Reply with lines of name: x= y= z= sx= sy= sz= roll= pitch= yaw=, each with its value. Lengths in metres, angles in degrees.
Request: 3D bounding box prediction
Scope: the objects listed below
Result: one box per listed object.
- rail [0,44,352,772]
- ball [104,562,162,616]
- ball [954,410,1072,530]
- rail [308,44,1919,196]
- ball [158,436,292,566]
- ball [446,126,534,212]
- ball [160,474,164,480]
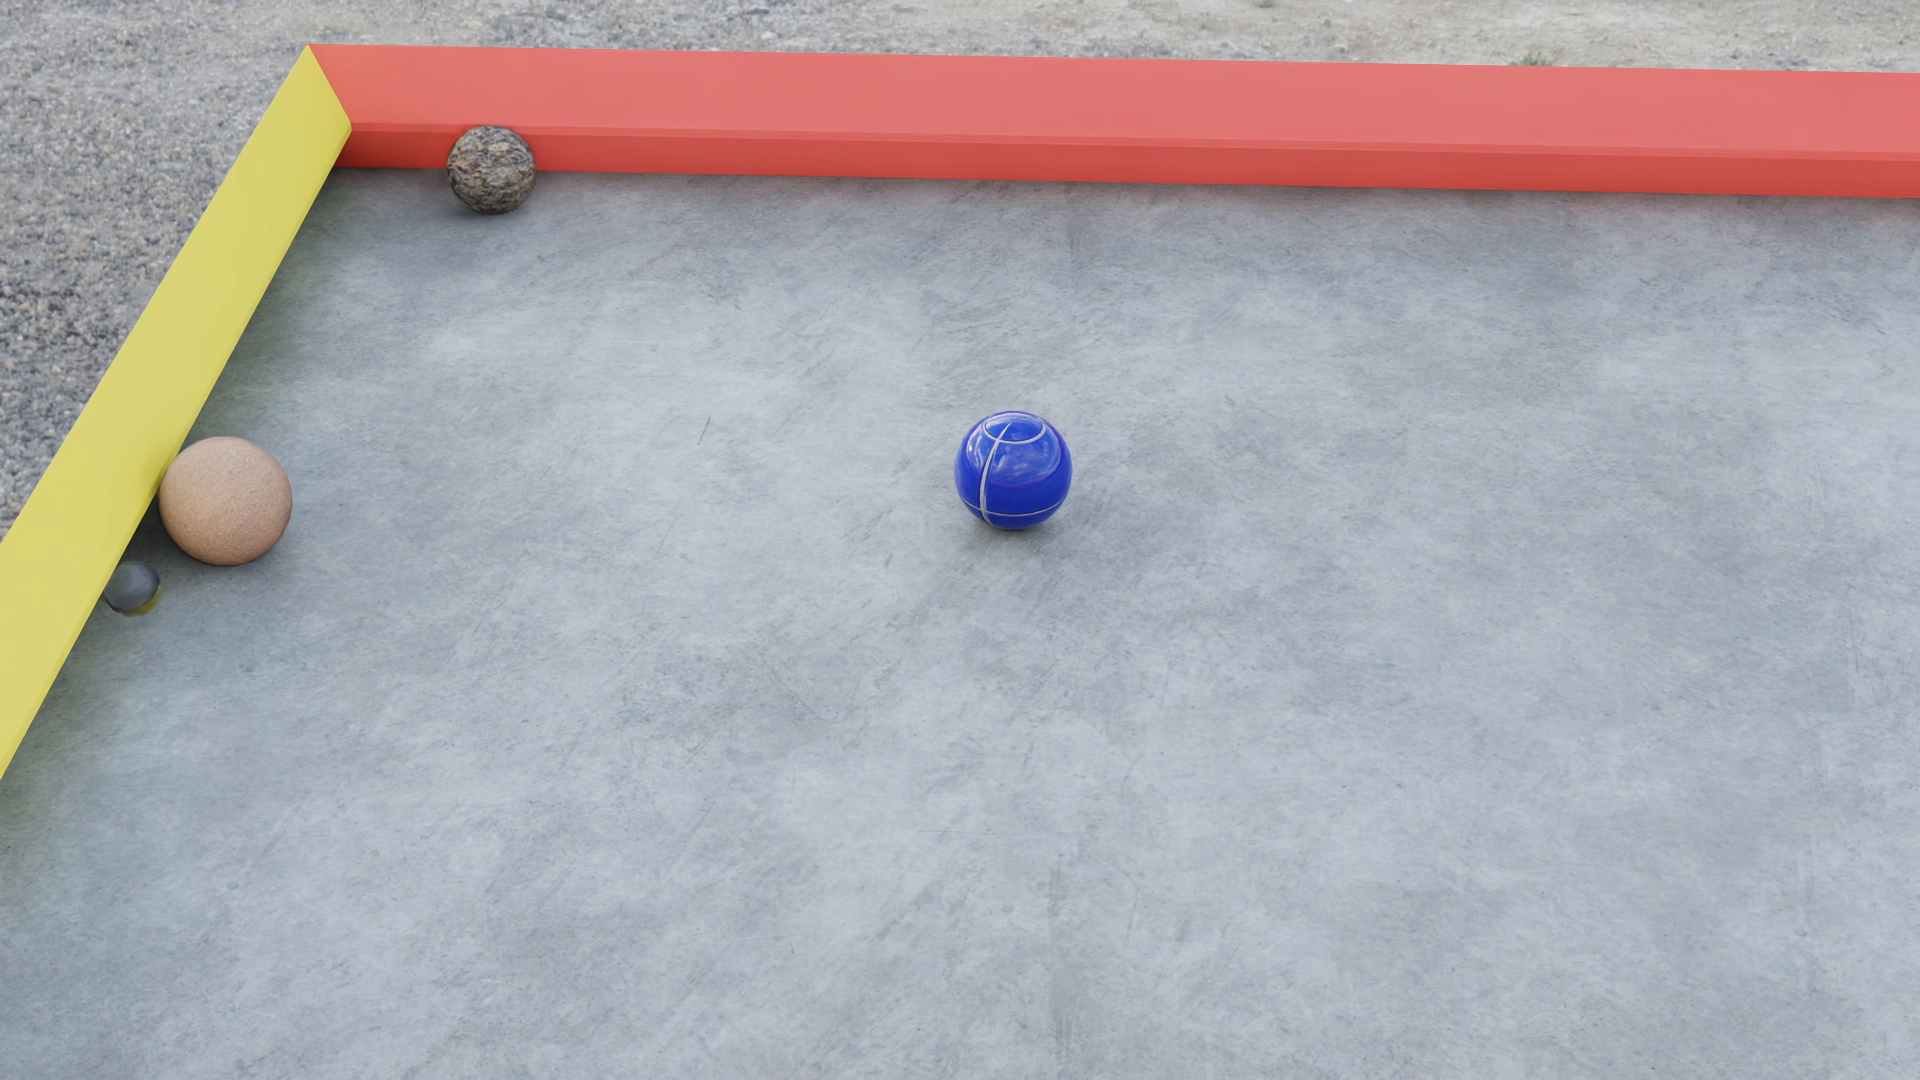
rail: x=-0.624 y=-0.039 z=1.918 sx=0.045 sy=0.126 sz=1.327 roll=1 pitch=35 yaw=2
ball: x=-0.609 y=0.036 z=1.887 sx=0.041 sy=0.041 sz=0.041 roll=0 pitch=35 yaw=0
ball: x=0.041 y=-0.054 z=1.971 sx=0.092 sy=0.092 sz=0.092 roll=0 pitch=35 yaw=0
rail: x=0.676 y=-0.372 z=2.397 sx=2.594 sy=0.126 sz=0.045 roll=1 pitch=35 yaw=2
ball: x=-0.553 y=-0.030 z=1.932 sx=0.097 sy=0.097 sz=0.097 roll=0 pitch=35 yaw=0
ball: x=-0.440 y=-0.347 z=2.402 sx=0.081 sy=0.081 sz=0.081 roll=0 pitch=35 yaw=0
ball: x=-0.596 y=-0.040 z=1.990 sx=0.048 sy=0.048 sz=0.048 roll=0 pitch=35 yaw=0
